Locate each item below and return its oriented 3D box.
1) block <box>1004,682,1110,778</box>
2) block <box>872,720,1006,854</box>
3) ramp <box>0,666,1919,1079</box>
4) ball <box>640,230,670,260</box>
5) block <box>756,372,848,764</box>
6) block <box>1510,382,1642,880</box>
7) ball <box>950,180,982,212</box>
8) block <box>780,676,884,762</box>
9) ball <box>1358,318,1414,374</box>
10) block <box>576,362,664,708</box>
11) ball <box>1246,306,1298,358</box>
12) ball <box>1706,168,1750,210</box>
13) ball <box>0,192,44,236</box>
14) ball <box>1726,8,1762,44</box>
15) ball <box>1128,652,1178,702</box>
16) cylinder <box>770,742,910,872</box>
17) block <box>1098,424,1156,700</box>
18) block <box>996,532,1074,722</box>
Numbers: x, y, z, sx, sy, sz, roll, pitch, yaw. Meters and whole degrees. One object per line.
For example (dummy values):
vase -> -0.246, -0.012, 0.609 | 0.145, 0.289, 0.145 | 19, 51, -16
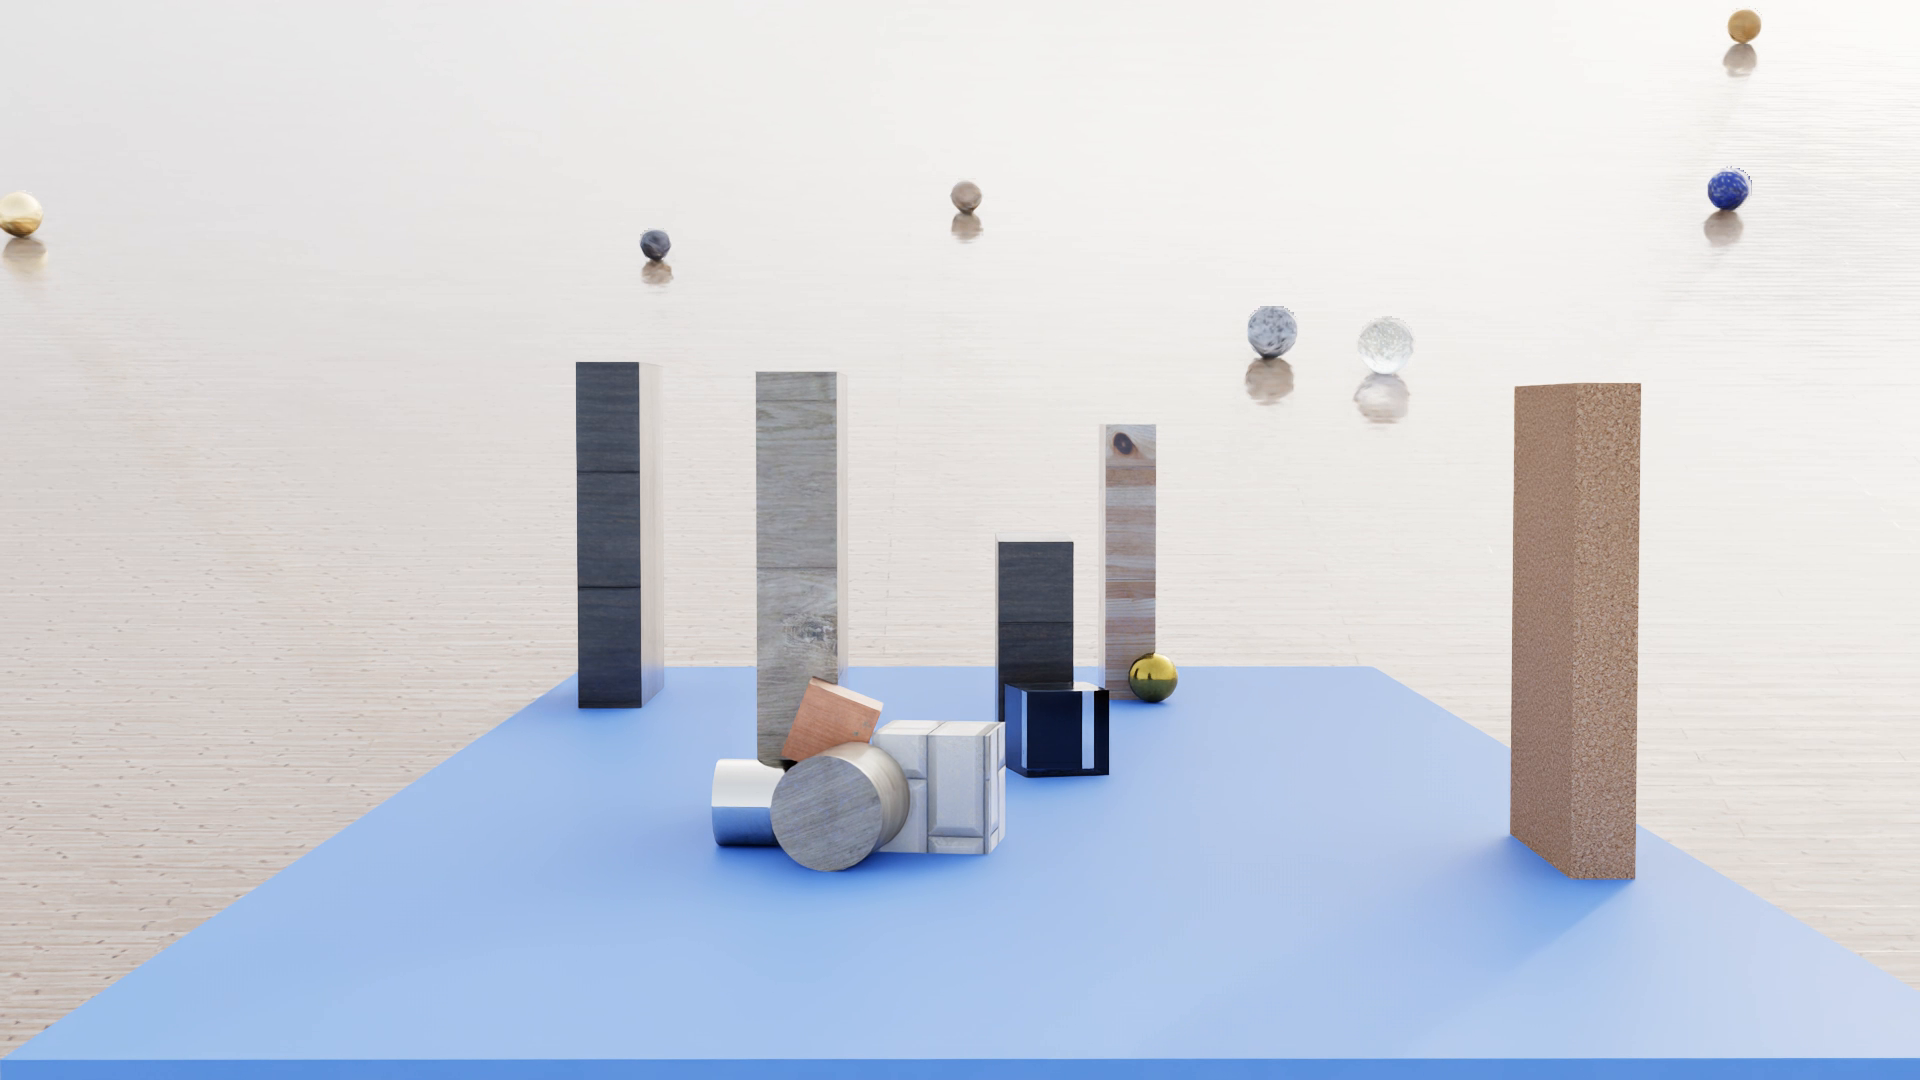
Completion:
block -> 0.172, 0.338, 4.596 | 0.151, 0.151, 0.151 | -1, 3, -14
block -> -0.030, 0.364, 3.814 | 0.172, 0.172, 0.172 | 0, 3, 9
ramp -> 0.051, 0.466, 4.534 | 2.000, 0.100, 4.000 | 0, 3, 0
ball -> -1.218, -1.182, 10.291 | 0.122, 0.122, 0.122 | 0, 22, 0
block -> -0.244, 0.089, 4.042 | 0.121, 0.700, 0.381 | 0, 3, 0
block -> 0.879, 0.116, 3.695 | 0.089, 0.678, 0.385 | 0, 3, 0
ball -> 0.028, -1.468, 10.968 | 0.138, 0.138, 0.138 | 0, 22, 0
block -> -0.188, 0.279, 3.804 | 0.113, 0.113, 0.113 | 22, 2, -1
ball -> 1.483, -0.675, 8.957 | 0.193, 0.193, 0.193 | 0, 22, 0
block -> -0.762, -0.020, 5.796 | 0.138, 0.753, 0.439 | 0, 3, 0
ball -> 1.107, -0.737, 9.128 | 0.180, 0.180, 0.180 | 0, 22, 0
ball -> 3.284, -1.499, 10.994 | 0.175, 0.175, 0.175 | 0, 22, 0
ball -> -3.875, -1.341, 10.599 | 0.184, 0.184, 0.184 | 0, 22, 0
ball -> 4.359, -2.858, 14.297 | 0.189, 0.189, 0.189 | 0, 22, 0
ball -> 0.428, 0.305, 5.702 | 0.111, 0.111, 0.111 | 0, 22, 0
cylinder -> -0.168, 0.377, 3.657 | 0.162, 0.162, 0.162 | 5, 4, 13
block -> 0.381, 0.043, 5.884 | 0.113, 0.616, 0.278 | 0, 3, 0
block -> 0.138, 0.197, 4.863 | 0.137, 0.407, 0.375 | 0, 3, 0
